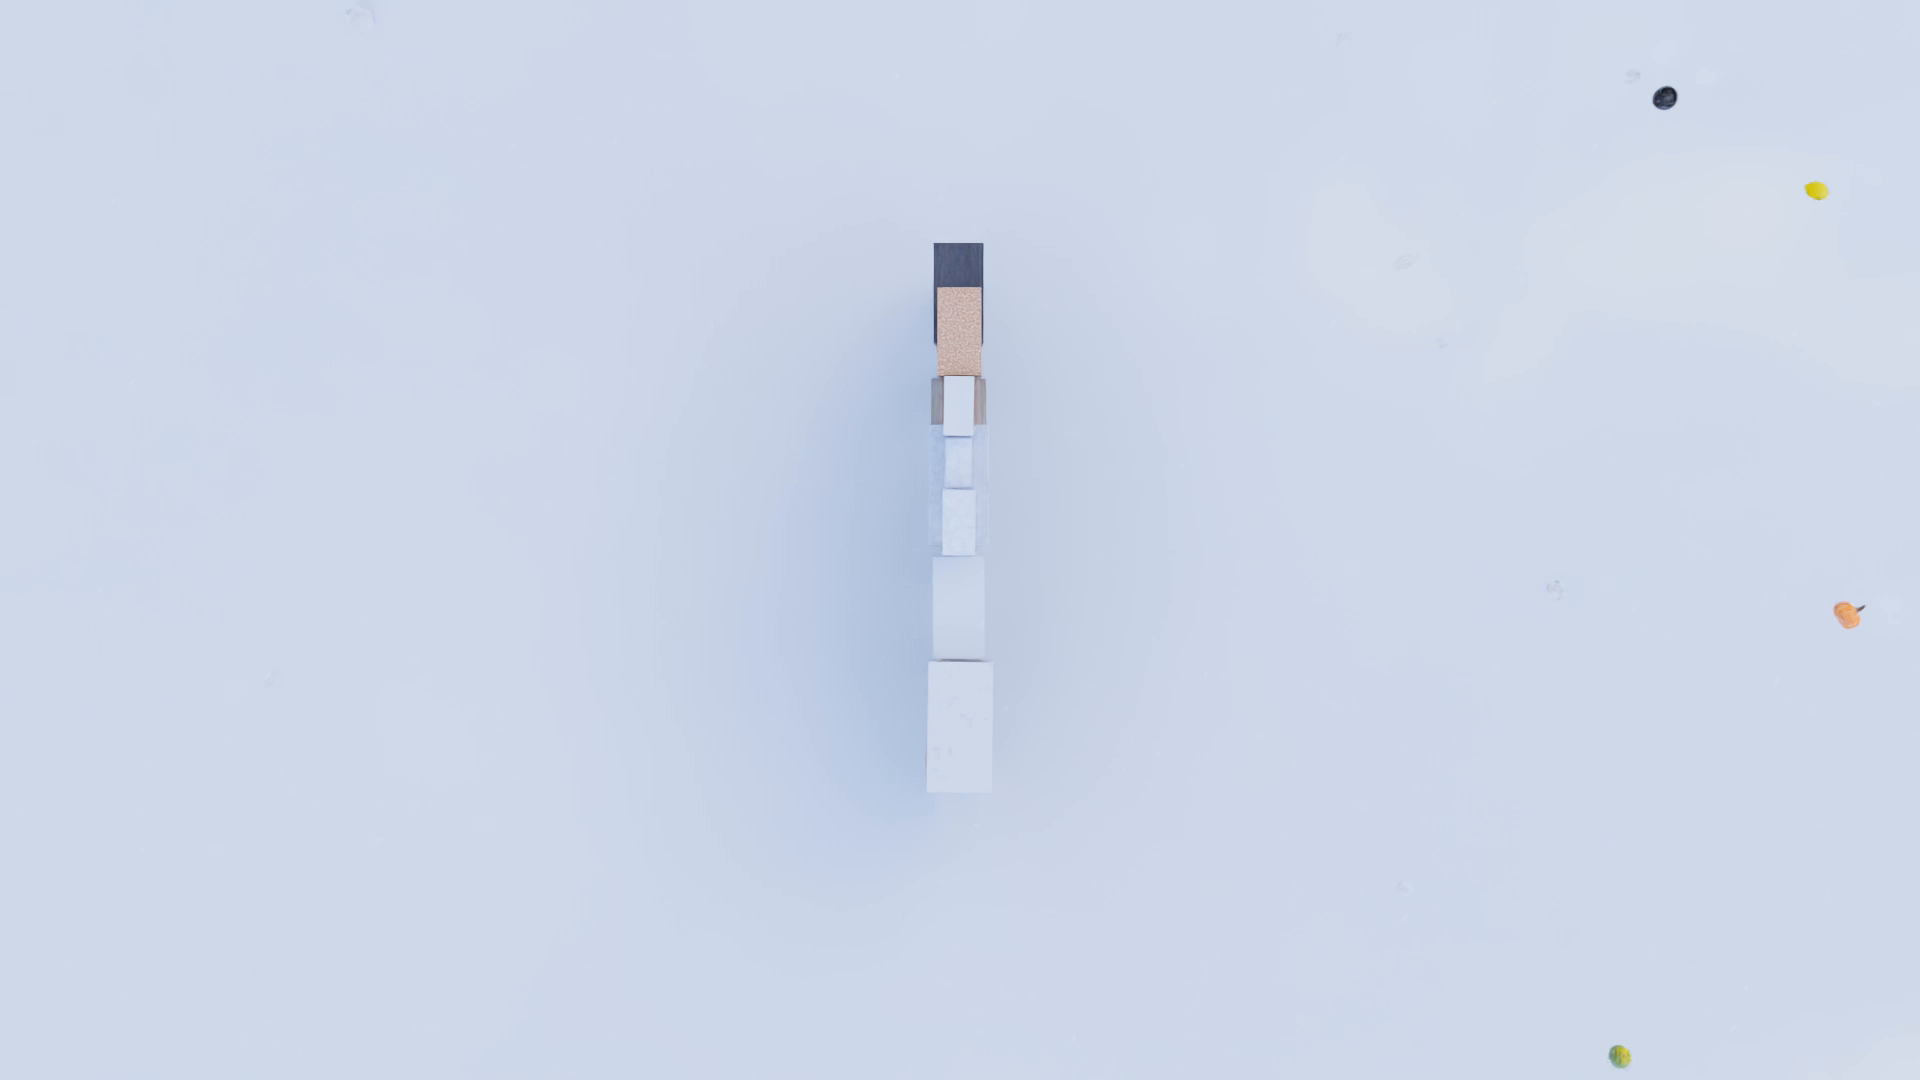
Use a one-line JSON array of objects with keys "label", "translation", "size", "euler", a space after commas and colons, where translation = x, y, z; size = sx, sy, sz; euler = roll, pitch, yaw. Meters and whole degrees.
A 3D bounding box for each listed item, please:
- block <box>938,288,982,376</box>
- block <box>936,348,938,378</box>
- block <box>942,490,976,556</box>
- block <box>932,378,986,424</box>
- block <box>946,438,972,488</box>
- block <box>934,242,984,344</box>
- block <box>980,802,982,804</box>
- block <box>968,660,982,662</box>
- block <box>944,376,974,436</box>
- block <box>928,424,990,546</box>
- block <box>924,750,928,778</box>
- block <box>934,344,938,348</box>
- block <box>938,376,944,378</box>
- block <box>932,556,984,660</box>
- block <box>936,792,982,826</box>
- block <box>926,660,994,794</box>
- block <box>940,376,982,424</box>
[{"label": "block", "translation": [-0.001, -0.576, 4.574], "size": [0.121, 0.034, 0.243], "euler": [0, 90, 0]}, {"label": "block", "translation": [-0.004, -0.648, 5.191], "size": [0.144, 0.041, 0.289], "euler": [0, 90, 0]}, {"label": "block", "translation": [-0.003, -0.048, 4.523], "size": [0.090, 0.025, 0.179], "euler": [0, 90, 0]}, {"label": "block", "translation": [-0.004, -0.327, 5.132], "size": [0.172, 0.049, 0.344], "euler": [0, 90, 0]}, {"label": "block", "translation": [-0.004, -0.213, 4.566], "size": [0.070, 0.020, 0.140], "euler": [0, 90, 0]}, {"label": "block", "translation": [-0.004, -0.724, 4.855], "size": [0.147, 0.042, 0.294], "euler": [0, 90, 0]}, {"label": "block", "translation": [-0.003, 0.826, 5.266], "size": [0.136, 0.468, 0.039], "euler": [0, 90, 0]}, {"label": "block", "translation": [0.005, 0.477, 4.959], "size": [0.116, 0.033, 0.231], "euler": [0, 90, 0]}, {"label": "block", "translation": [-0.003, -0.368, 4.541], "size": [0.081, 0.023, 0.163], "euler": [1, 90, 0]}, {"label": "block", "translation": [-0.003, -0.157, 4.739], "size": [0.172, 0.049, 0.344], "euler": [0, 90, 0]}, {"label": "block", "translation": [-0.006, 0.634, 4.787], "size": [0.179, 0.409, 0.051], "euler": [-1, 90, 0]}, {"label": "block", "translation": [-0.004, -0.626, 5.023], "size": [0.147, 0.294, 0.042], "euler": [0, 90, 0]}, {"label": "block", "translation": [-0.002, -0.495, 4.714], "size": [0.122, 0.245, 0.034], "euler": [0, 90, 0]}, {"label": "block", "translation": [-0.004, 0.189, 4.624], "size": [0.144, 0.041, 0.288], "euler": [0, 90, 0]}, {"label": "block", "translation": [-0.006, 0.731, 5.012], "size": [0.136, 0.039, 0.272], "euler": [-1, 90, 0]}, {"label": "block", "translation": [0.000, 0.515, 4.557], "size": [0.179, 0.051, 0.358], "euler": [1, 89, 0]}, {"label": "block", "translation": [0.002, -0.453, 4.853], "size": [0.119, 0.034, 0.238], "euler": [0, 90, 0]}]
